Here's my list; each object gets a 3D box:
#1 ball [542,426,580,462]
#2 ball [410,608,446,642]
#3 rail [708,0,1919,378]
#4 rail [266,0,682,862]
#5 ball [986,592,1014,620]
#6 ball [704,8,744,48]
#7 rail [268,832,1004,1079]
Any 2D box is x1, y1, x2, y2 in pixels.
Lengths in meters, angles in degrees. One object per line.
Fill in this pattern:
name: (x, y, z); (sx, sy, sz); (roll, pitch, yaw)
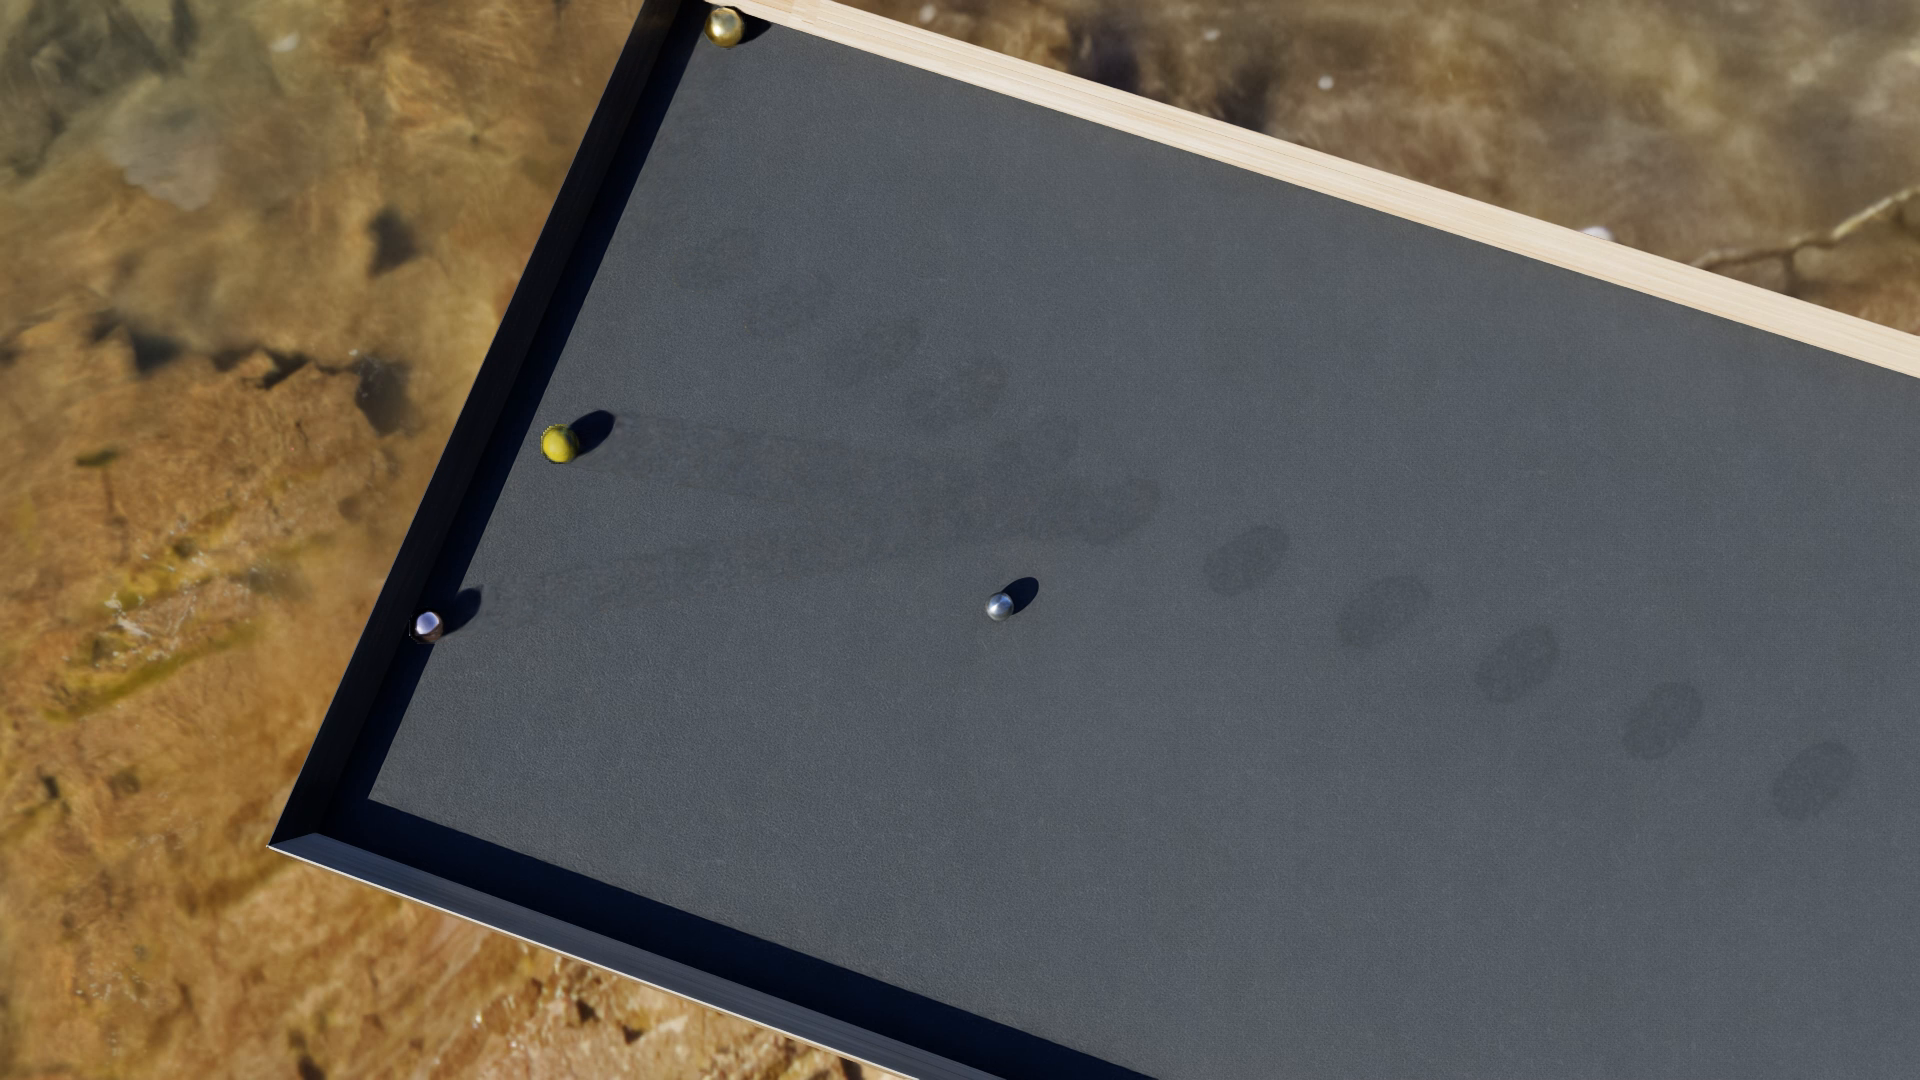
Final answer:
ball: (-0.626, -0.149, 3.447); (0.056, 0.056, 0.056); (0, 72, 0)
ball: (-0.814, 0.130, 3.359); (0.054, 0.054, 0.054); (0, 72, 0)
rail: (1.001, -0.449, 3.525); (3.169, 0.086, 0.045); (18, 73, 6)
rail: (-0.726, -0.247, 3.462); (0.045, 0.086, 1.585); (18, 73, 6)
ball: (0.061, 0.102, 3.373); (0.045, 0.045, 0.045); (0, 72, 0)
ball: (-0.392, -0.854, 3.665); (0.066, 0.066, 0.066); (0, 72, 0)
rail: (0.495, 0.935, 3.087); (3.169, 0.086, 0.045); (18, 73, 6)
